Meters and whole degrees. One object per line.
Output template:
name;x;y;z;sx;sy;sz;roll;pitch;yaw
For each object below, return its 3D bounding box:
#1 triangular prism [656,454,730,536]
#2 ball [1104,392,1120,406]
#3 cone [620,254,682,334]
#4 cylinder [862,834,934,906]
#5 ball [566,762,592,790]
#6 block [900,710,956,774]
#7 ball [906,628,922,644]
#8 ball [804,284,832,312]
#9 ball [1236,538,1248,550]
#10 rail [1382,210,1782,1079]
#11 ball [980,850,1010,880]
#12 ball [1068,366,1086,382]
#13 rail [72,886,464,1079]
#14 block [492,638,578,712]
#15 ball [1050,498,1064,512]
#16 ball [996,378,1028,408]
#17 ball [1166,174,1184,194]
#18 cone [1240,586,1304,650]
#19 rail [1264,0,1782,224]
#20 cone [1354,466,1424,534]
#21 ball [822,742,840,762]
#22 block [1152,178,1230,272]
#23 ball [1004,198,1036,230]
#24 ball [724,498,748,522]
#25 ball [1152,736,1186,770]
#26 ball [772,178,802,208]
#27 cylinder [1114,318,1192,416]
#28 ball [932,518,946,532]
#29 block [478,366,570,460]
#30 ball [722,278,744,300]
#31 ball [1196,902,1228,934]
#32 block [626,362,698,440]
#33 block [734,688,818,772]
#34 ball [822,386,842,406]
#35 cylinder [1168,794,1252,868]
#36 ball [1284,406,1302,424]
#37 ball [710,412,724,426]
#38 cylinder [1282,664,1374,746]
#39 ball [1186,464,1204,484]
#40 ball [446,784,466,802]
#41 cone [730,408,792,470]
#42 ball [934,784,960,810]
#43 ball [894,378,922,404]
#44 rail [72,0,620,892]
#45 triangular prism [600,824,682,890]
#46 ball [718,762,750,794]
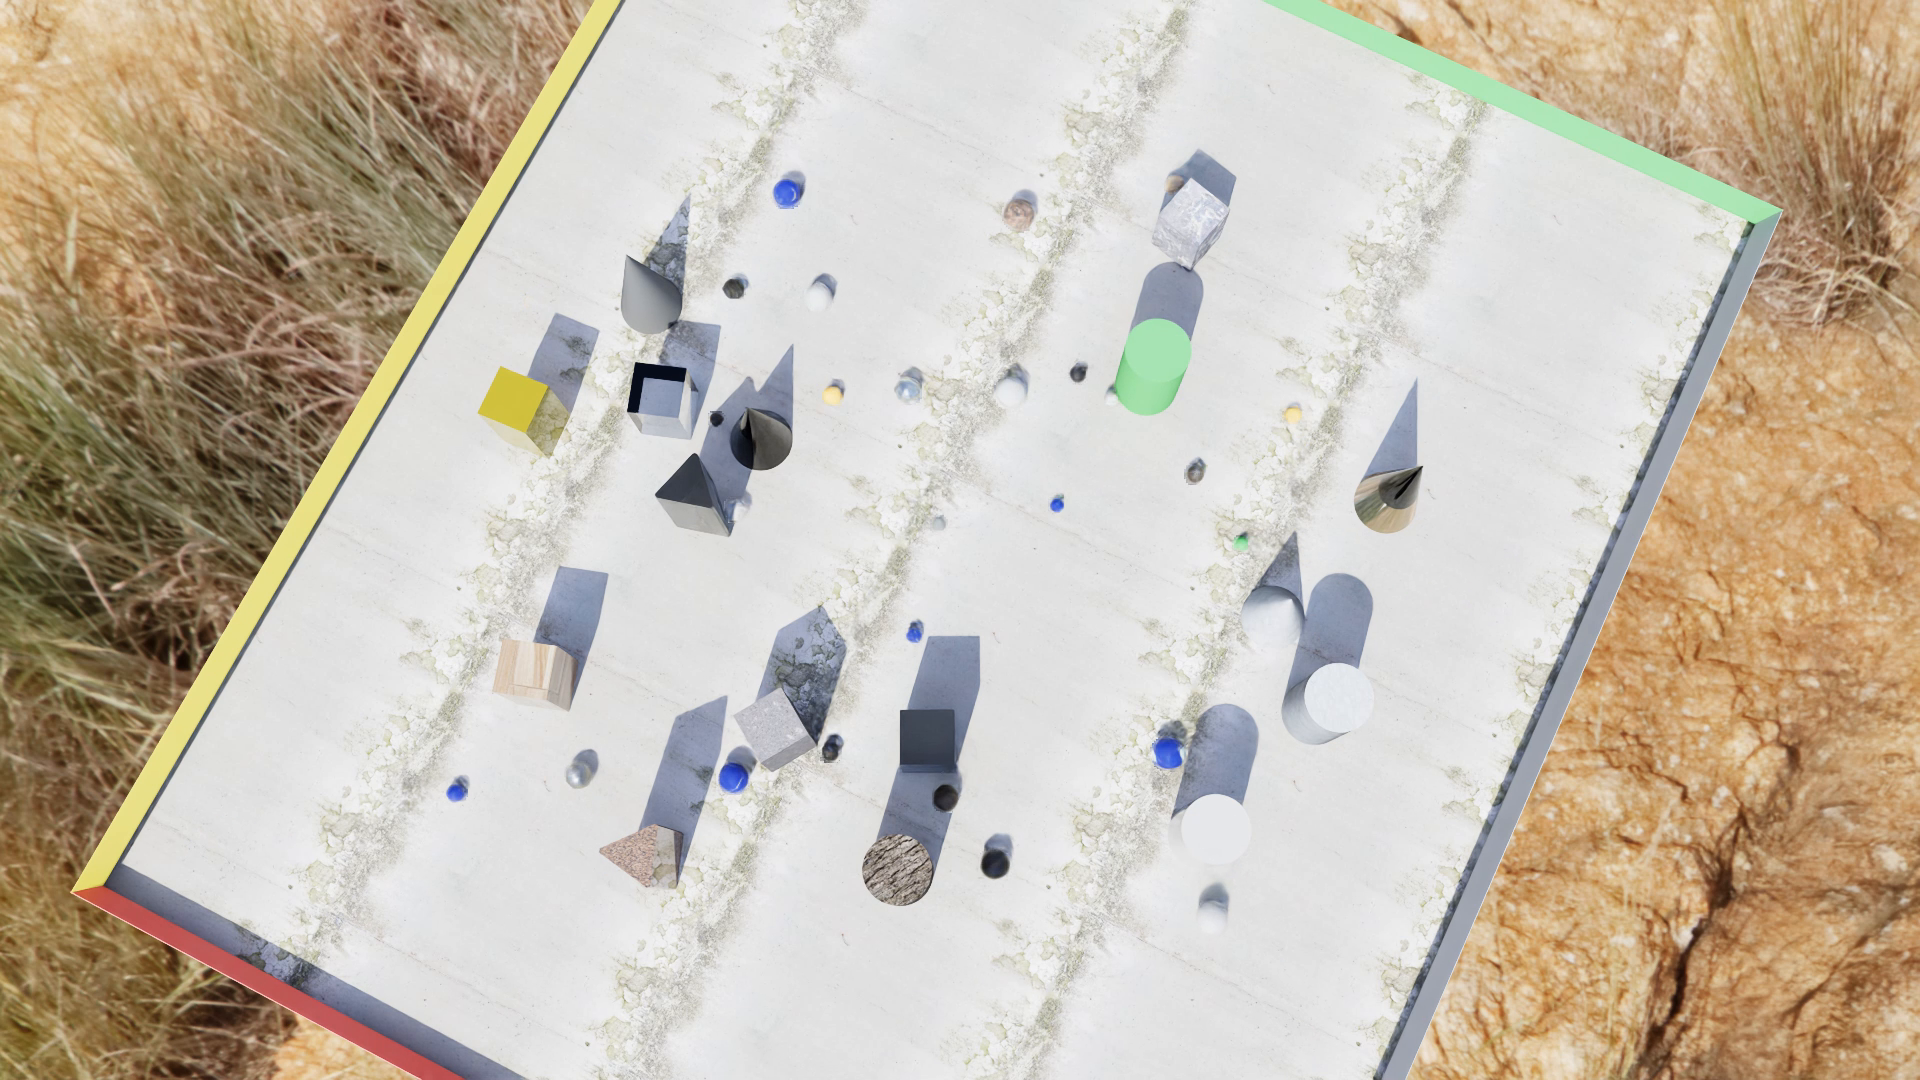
triangular prism;-0.773;-0.139;5.438;0.169;0.406;0.147;11;79;2
ball;0.469;-0.437;5.662;0.046;0.046;0.046;0;78;0
cone;-0.971;-0.786;5.549;0.195;0.451;0.195;0;78;0
cylinder;-0.175;0.950;5.258;0.195;0.318;0.195;0;78;0
ball;-1.130;0.699;5.431;0.080;0.080;0.080;0;78;0
block;-0.093;0.589;5.342;0.156;0.299;0.156;0;78;0
ball;-0.138;0.288;5.532;0.049;0.049;0.049;0;78;0
ball;-0.446;-0.758;5.729;0.088;0.088;0.088;0;78;0
ball;0.860;0.013;5.592;0.042;0.042;0.042;0;78;0
rail;1.611;0.795;5.386;0.045;0.127;4.157;26;80;5
ball;0.103;0.952;5.374;0.089;0.089;0.089;0;78;0
ball;0.366;-0.516;5.695;0.055;0.055;0.055;0;78;0
rail;-0.919;1.806;5.177;3.649;0.127;0.045;26;80;5
block;-1.241;0.399;5.374;0.156;0.314;0.156;8;78;2
ball;0.298;-0.106;5.616;0.044;0.044;0.044;0;78;0
ball;0.159;-0.455;5.662;0.096;0.096;0.096;0;78;0
ball;0.682;-1.131;5.821;0.059;0.059;0.059;0;78;0
cone;0.951;0.202;5.410;0.195;0.323;0.195;0;78;0
rail;0.919;-1.793;5.922;3.649;0.127;0.045;26;80;5
cone;1.310;-0.163;5.409;0.195;0.472;0.195;0;78;0
ball;-0.385;0.631;5.457;0.057;0.057;0.057;0;78;0
block;0.715;-0.976;5.698;0.156;0.236;0.156;40;81;8
ball;0.188;-1.027;5.779;0.098;0.098;0.098;0;78;0
ball;-0.685;-0.092;5.600;0.069;0.069;0.069;0;78;0
ball;0.620;0.633;5.436;0.097;0.097;0.097;0;78;0
ball;-0.548;-1.098;5.798;0.090;0.090;0.090;0;78;0
cylinder;0.580;-0.518;5.540;0.195;0.360;0.195;0;78;0
ball;-0.063;-0.048;5.604;0.044;0.044;0.044;0;78;0
block;-1.312;-0.380;5.532;0.156;0.320;0.156;22;79;5
ball;-0.710;-0.787;5.746;0.066;0.066;0.066;0;78;0
ball;0.736;1.100;5.342;0.092;0.092;0.092;0;78;0
block;-0.902;-0.420;5.574;0.156;0.254;0.156;7;78;1
block;-0.533;0.555;5.327;0.156;0.342;0.156;-30;80;-6
ball;-0.397;-0.447;5.677;0.062;0.062;0.062;0;78;0
cylinder;0.714;0.841;5.269;0.195;0.340;0.195;0;78;0
ball;1.032;-0.386;5.669;0.053;0.053;0.053;0;78;0
ball;-0.754;-0.374;5.672;0.043;0.043;0.043;0;78;0
cylinder;1.063;0.481;5.322;0.195;0.383;0.195;0;78;0
ball;0.724;-0.203;5.630;0.057;0.057;0.057;0;78;0
ball;-1.495;0.751;5.433;0.055;0.055;0.055;0;78;0
cone;-0.616;-0.347;5.499;0.195;0.371;0.195;0;78;0
ball;-0.041;0.762;5.420;0.077;0.077;0.077;0;78;0
ball;-0.161;-0.463;5.671;0.081;0.081;0.081;0;78;0
rail;-1.611;-0.782;5.713;0.045;0.127;4.157;26;80;5
triangular prism;-0.866;0.878;5.194;0.169;0.473;0.147;35;80;7
ball;-0.669;0.703;5.424;0.092;0.092;0.092;0;78;0
